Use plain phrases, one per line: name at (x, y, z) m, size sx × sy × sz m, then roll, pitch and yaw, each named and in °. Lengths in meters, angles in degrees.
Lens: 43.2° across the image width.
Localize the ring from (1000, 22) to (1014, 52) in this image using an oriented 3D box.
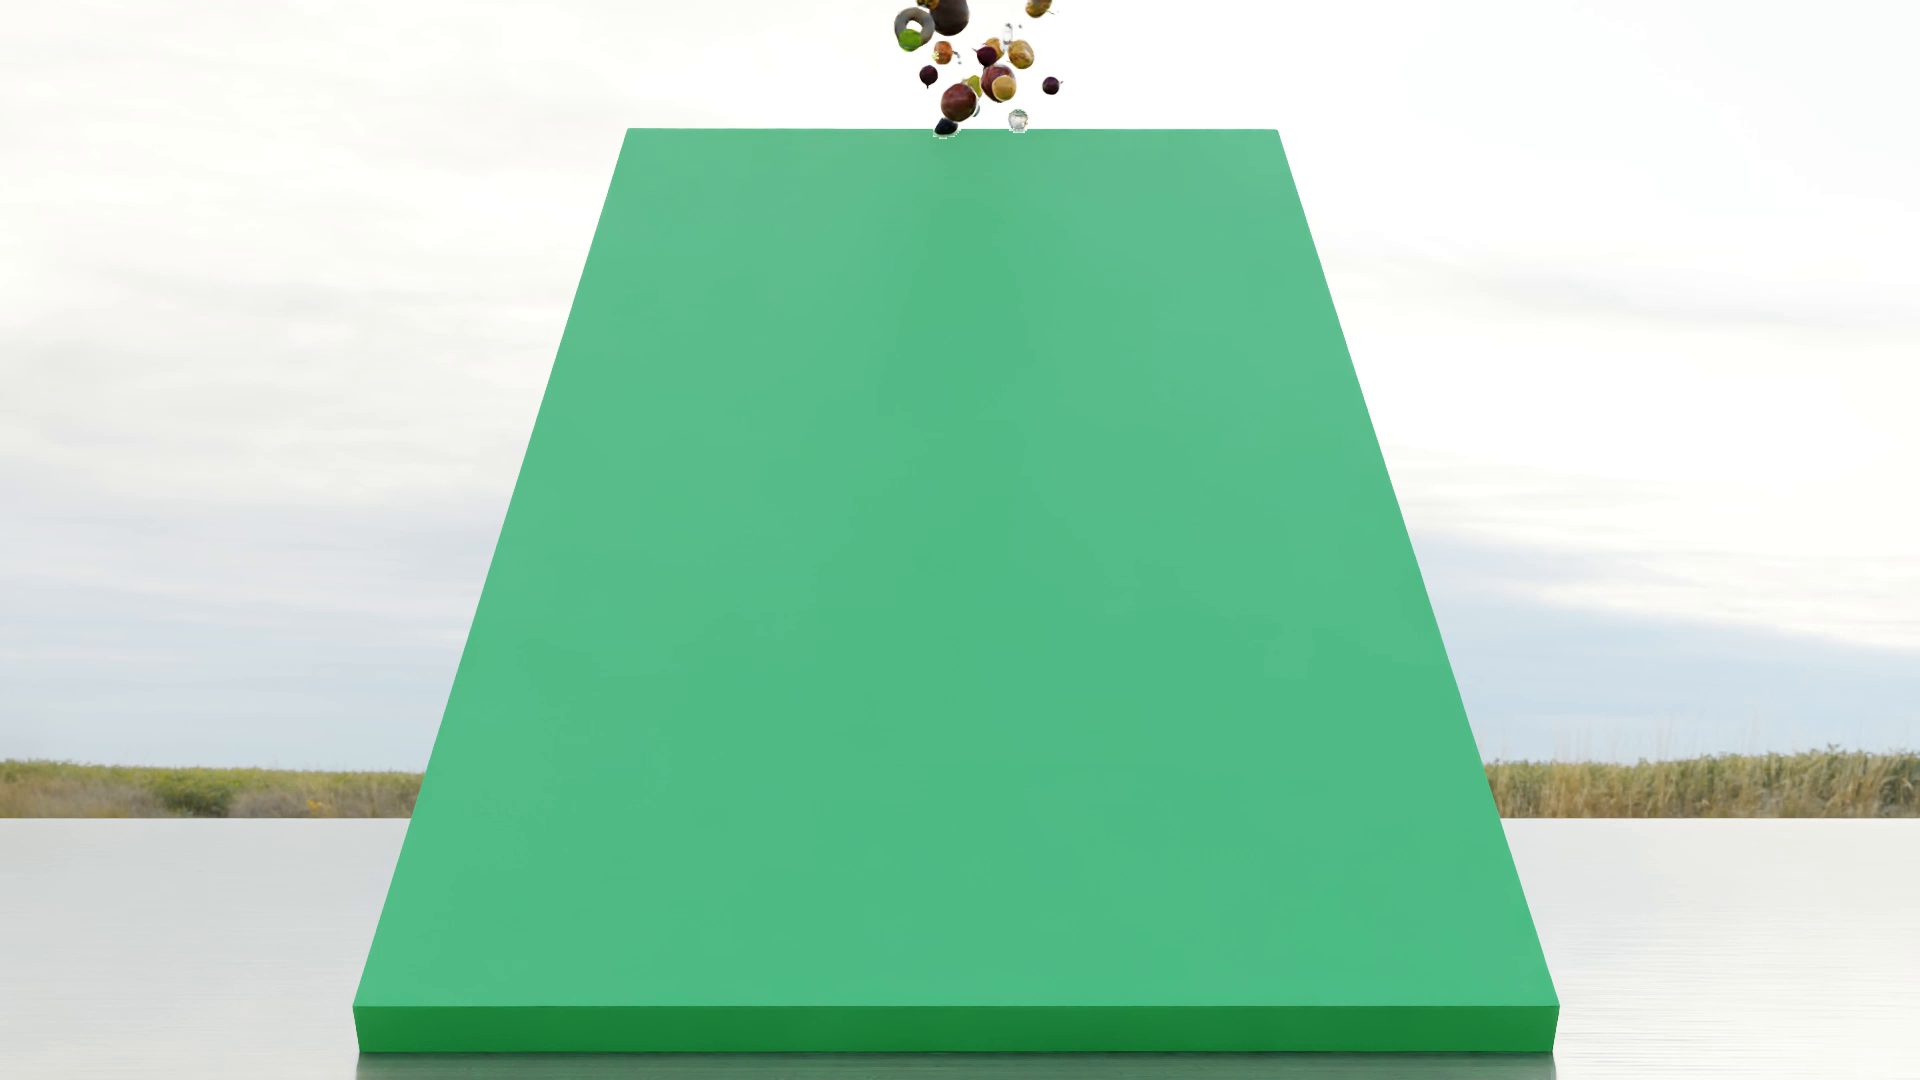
ring at (0.138, -1.481, 7.144) m, size 0.029 × 0.088 × 0.088 m, roll 6°, pitch -7°, yaw -9°

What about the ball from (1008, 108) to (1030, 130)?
ball at (0.173, -1.247, 7.192) m, size 0.065 × 0.065 × 0.065 m, roll 0°, pitch -6°, yaw 0°

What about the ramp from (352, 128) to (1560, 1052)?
ramp at (-0.014, -0.204, 5.761) m, size 2.000 × 0.100 × 4.000 m, roll 0°, pitch 31°, yaw 0°

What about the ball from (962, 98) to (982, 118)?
ball at (0.037, -1.318, 7.397) m, size 0.056 × 0.056 × 0.056 m, roll 0°, pitch -6°, yaw 0°
